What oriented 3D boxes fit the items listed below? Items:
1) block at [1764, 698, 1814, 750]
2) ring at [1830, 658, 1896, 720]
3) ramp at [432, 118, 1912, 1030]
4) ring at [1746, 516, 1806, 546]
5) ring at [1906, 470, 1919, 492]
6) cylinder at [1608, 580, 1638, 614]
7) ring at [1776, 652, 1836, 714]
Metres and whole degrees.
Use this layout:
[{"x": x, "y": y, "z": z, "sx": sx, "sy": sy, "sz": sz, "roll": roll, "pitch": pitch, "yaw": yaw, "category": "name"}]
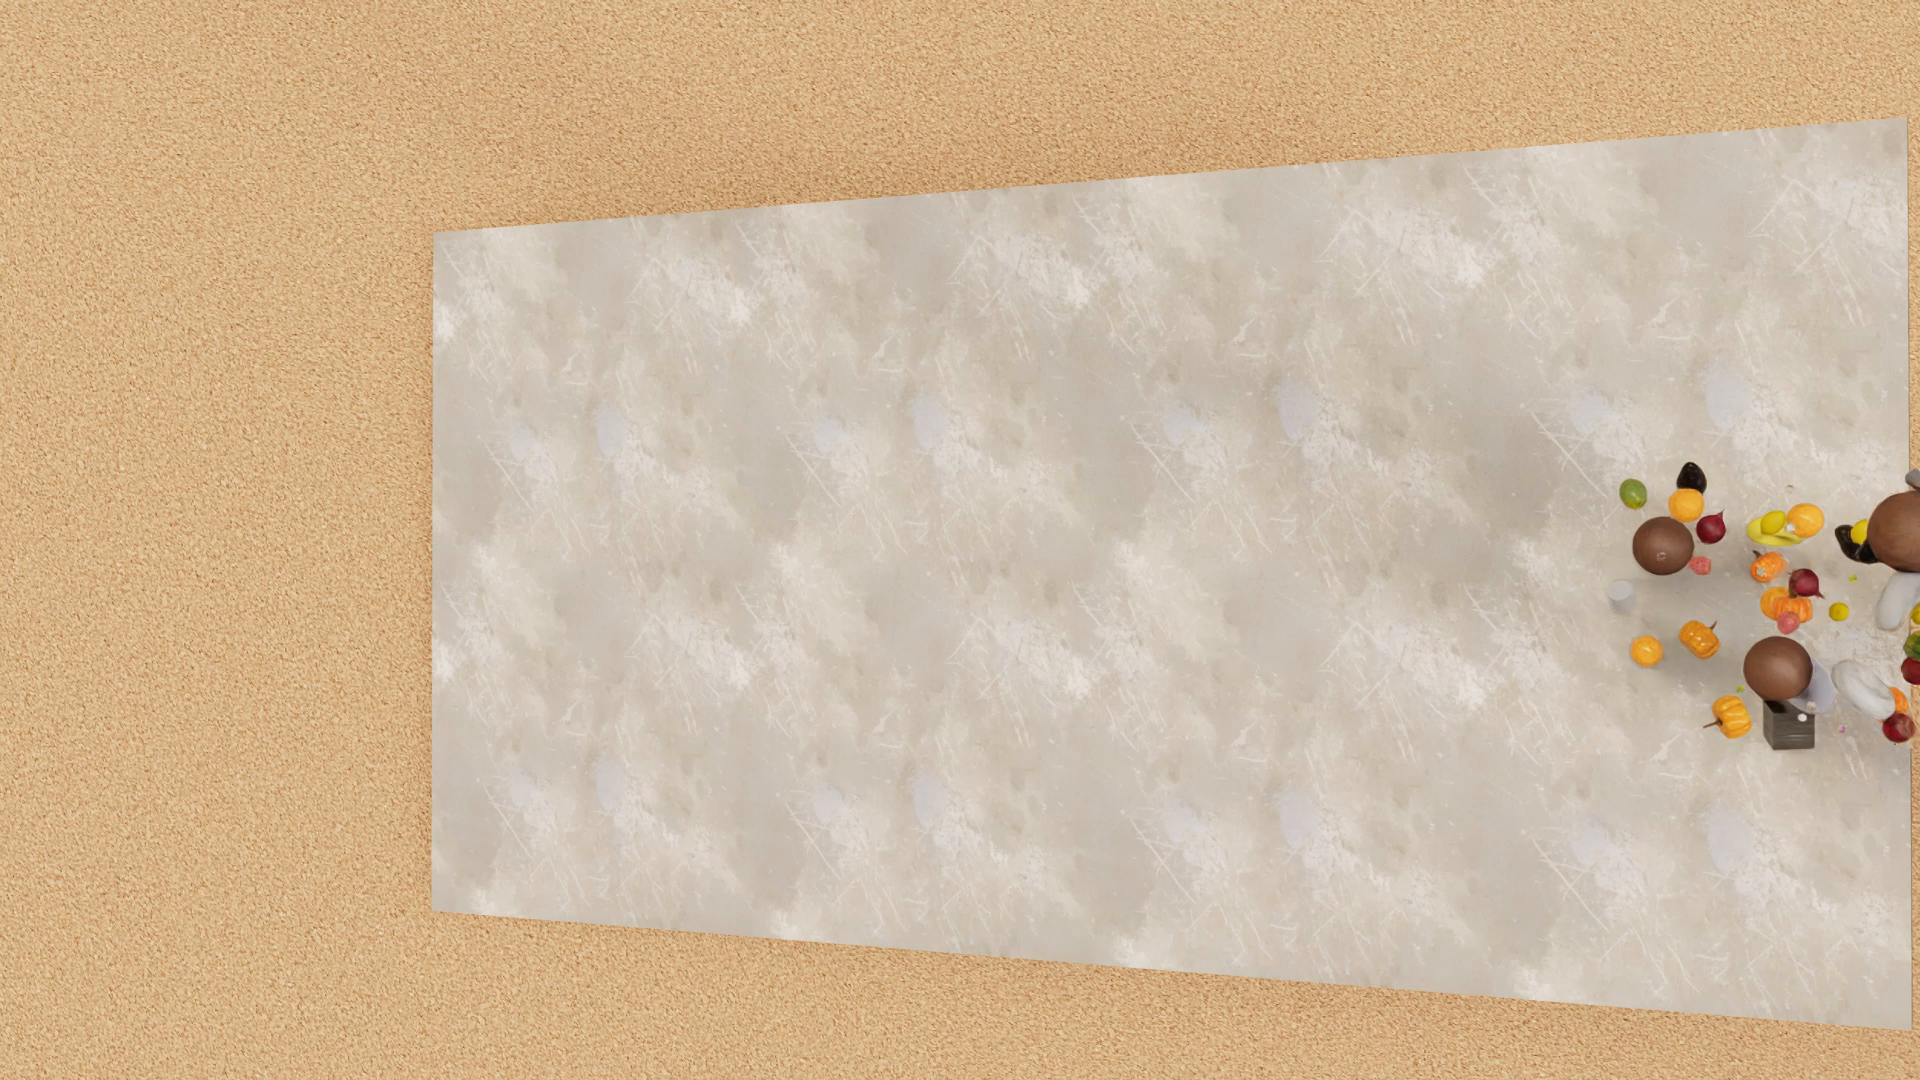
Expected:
[{"x": 1.777, "y": 0.395, "z": 4.716, "sx": 0.084, "sy": 0.084, "sz": 0.084, "roll": -4, "pitch": 105, "yaw": 7, "category": "block"}, {"x": 1.749, "y": 0.289, "z": 4.260, "sx": 0.142, "sy": 0.142, "sz": 0.047, "roll": 38, "pitch": 120, "yaw": 0, "category": "ring"}, {"x": 0.282, "y": 0.082, "z": 5.695, "sx": 4.000, "sy": 0.100, "sz": 2.000, "roll": 0, "pitch": 89, "yaw": 25, "category": "ramp"}, {"x": 1.755, "y": -0.018, "z": 4.726, "sx": 0.123, "sy": 0.123, "sz": 0.041, "roll": 9, "pitch": 76, "yaw": 0, "category": "ring"}, {"x": 1.780, "y": -0.100, "z": 4.035, "sx": 0.092, "sy": 0.092, "sz": 0.031, "roll": 27, "pitch": 96, "yaw": 0, "category": "ring"}, {"x": 1.436, "y": 0.124, "z": 4.765, "sx": 0.052, "sy": 0.052, "sz": 0.052, "roll": -37, "pitch": 133, "yaw": 0, "category": "cylinder"}, {"x": 1.734, "y": 0.294, "z": 4.512, "sx": 0.046, "sy": 0.139, "sz": 0.139, "roll": -30, "pitch": 89, "yaw": -18, "category": "ring"}]
